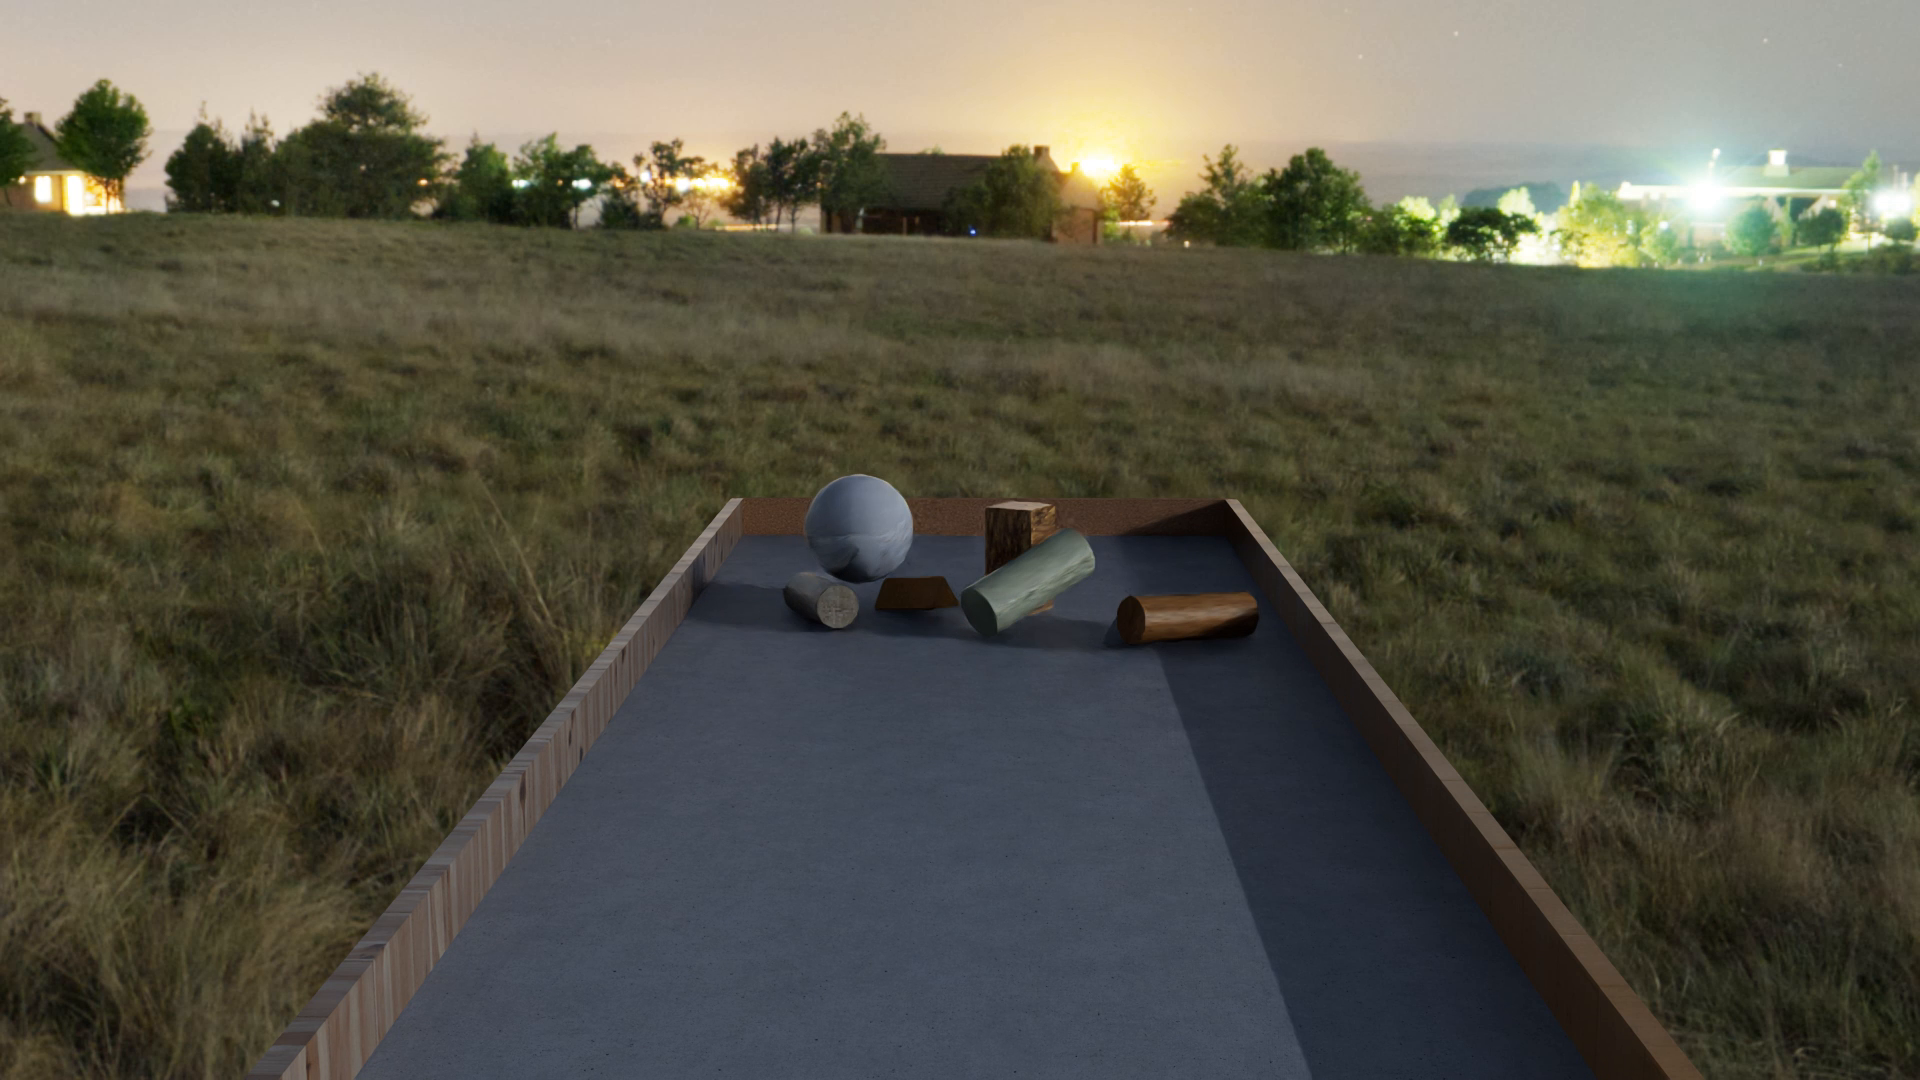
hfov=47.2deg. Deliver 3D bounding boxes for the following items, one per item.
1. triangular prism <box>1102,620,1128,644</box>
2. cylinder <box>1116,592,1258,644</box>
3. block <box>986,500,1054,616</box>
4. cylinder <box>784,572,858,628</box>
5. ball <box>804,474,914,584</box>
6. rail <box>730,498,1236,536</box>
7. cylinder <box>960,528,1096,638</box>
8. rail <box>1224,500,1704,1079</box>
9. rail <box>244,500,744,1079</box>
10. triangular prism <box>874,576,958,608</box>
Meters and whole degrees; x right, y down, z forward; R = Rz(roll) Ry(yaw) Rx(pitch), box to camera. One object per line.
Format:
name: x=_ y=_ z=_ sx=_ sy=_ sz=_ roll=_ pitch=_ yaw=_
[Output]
triangular prism: x=0.573 y=0.253 z=7.087 sx=0.111 sy=0.096 sz=0.352 roll=4 pitch=10 yaw=23
cylinder: x=0.719 y=0.243 z=6.923 sx=0.456 sy=0.147 sz=0.147 roll=-2 pitch=9 yaw=-33
block: x=0.204 y=0.060 z=7.491 sx=0.171 sy=0.357 sz=0.171 roll=5 pitch=10 yaw=30
cylinder: x=-0.462 y=0.197 z=7.267 sx=0.141 sy=0.141 sz=0.355 roll=-4 pitch=7 yaw=-22
ball: x=-0.343 y=-0.037 z=7.478 sx=0.371 sy=0.371 sz=0.371 roll=0 pitch=9 yaw=0
rail: x=0.099 y=-0.098 z=9.147 sx=2.100 sy=0.150 sz=0.050 roll=0 pitch=9 yaw=1
cylinder: x=0.222 y=0.135 z=7.119 sx=0.432 sy=0.178 sz=0.178 roll=-31 pitch=25 yaw=-30
rail: x=1.046 y=0.843 z=3.208 sx=0.050 sy=0.150 sz=12.000 roll=0 pitch=9 yaw=1
rail: x=-1.004 y=0.839 z=3.234 sx=0.050 sy=0.150 sz=12.000 roll=0 pitch=9 yaw=1
triangular prism: x=-0.152 y=0.176 z=7.412 sx=0.116 sy=0.100 sz=0.323 roll=-7 pitch=3 yaw=-38
